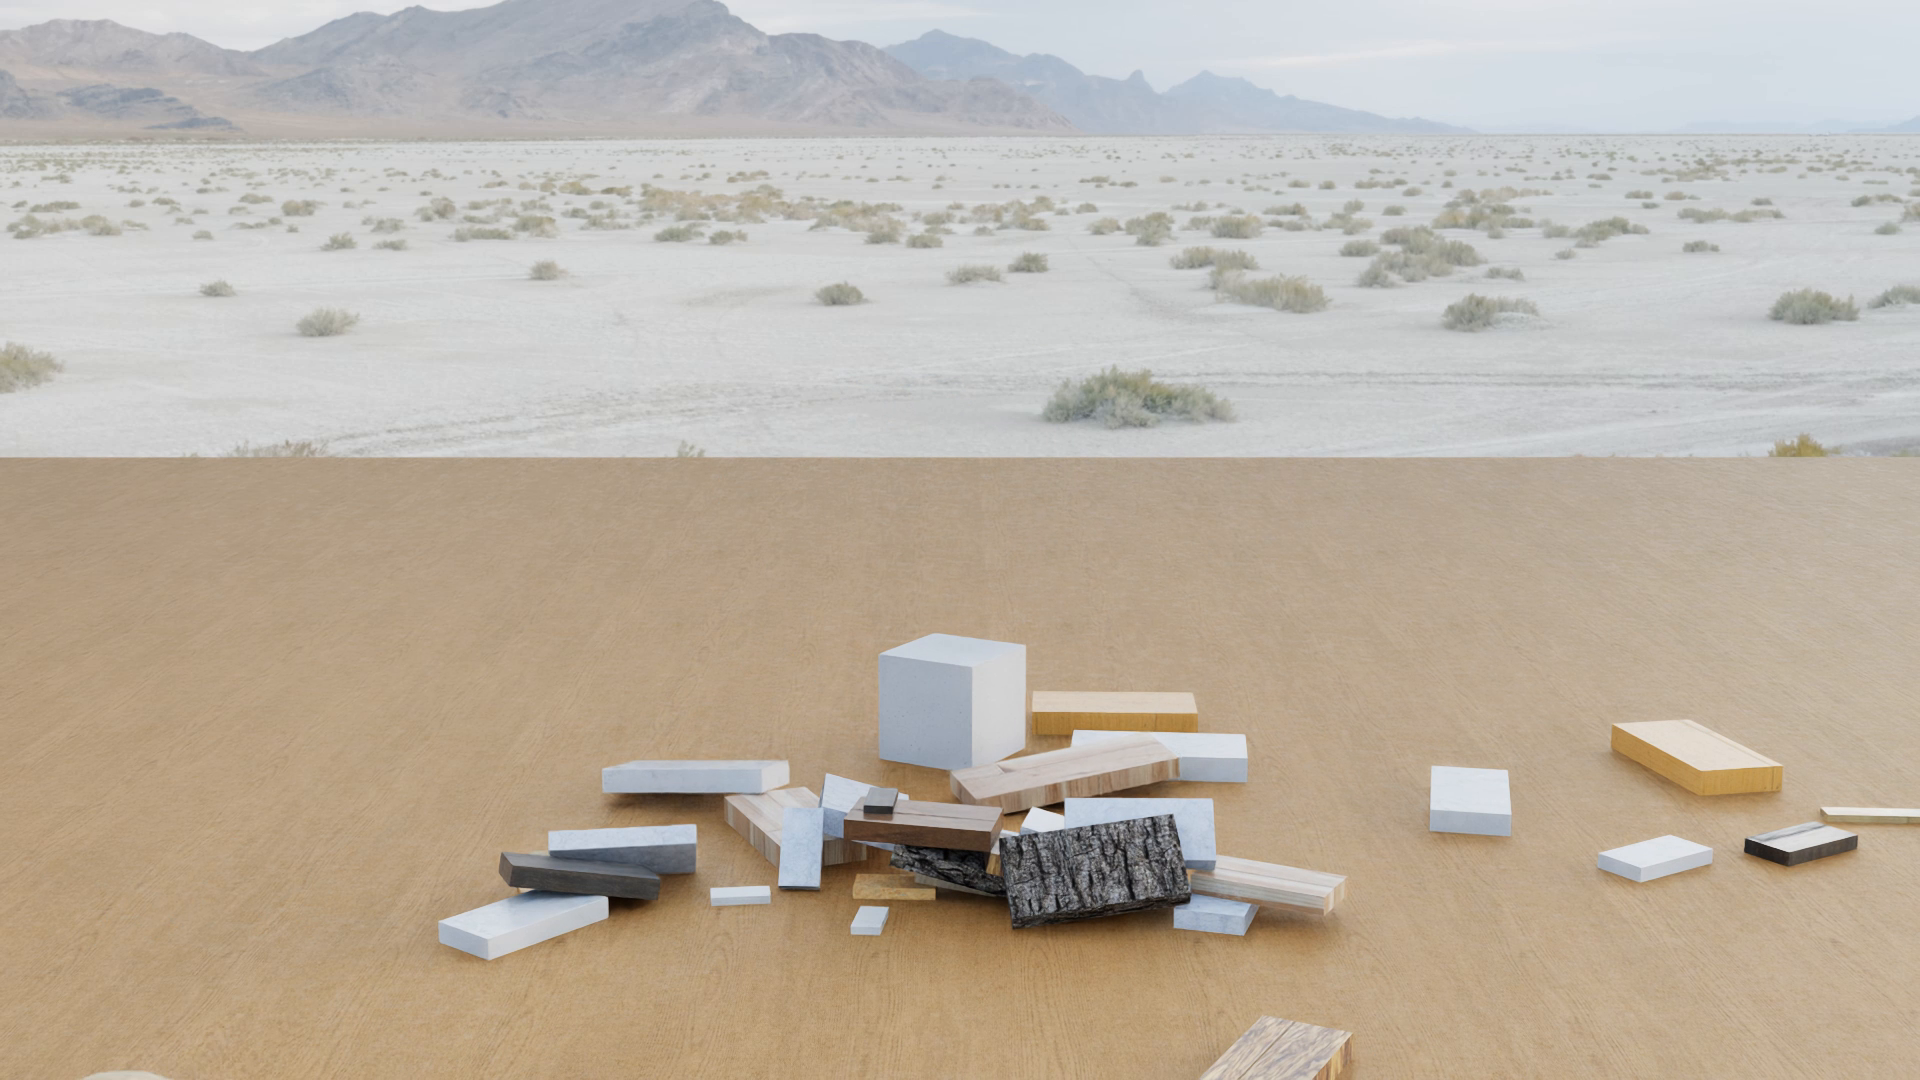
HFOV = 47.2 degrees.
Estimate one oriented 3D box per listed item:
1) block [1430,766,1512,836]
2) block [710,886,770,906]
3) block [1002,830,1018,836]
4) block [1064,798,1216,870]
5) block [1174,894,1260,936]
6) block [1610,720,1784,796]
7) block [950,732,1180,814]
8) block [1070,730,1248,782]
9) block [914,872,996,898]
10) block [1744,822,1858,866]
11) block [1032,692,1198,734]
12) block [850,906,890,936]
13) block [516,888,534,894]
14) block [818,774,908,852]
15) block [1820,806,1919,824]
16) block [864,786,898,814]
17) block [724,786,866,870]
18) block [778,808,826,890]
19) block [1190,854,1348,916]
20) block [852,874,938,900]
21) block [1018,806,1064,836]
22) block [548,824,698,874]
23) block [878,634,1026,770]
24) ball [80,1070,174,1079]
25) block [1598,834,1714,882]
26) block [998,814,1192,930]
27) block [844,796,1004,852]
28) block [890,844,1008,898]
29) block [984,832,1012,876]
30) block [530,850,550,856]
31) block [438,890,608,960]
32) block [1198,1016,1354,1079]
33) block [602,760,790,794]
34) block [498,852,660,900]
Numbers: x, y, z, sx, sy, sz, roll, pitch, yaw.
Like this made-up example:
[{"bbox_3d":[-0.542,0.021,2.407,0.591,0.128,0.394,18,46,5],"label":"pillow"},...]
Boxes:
[{"bbox_3d":[0.954,0.486,4.117,0.144,0.041,0.287,2,11,12],"label":"block"},{"bbox_3d":[-0.363,0.589,3.639,0.097,0.014,0.049,-1,11,-7],"label":"block"},{"bbox_3d":[0.063,0.531,3.873,0.047,0.013,0.094,8,13,37],"label":"block"},{"bbox_3d":[0.295,0.483,3.616,0.244,0.032,0.113,0,54,1],"label":"block"},{"bbox_3d":[0.430,0.587,3.597,0.113,0.032,0.227,3,11,17],"label":"block"},{"bbox_3d":[1.465,0.431,4.390,0.174,0.049,0.347,-2,11,-12],"label":"block"},{"bbox_3d":[0.200,0.446,4.186,0.412,0.041,0.144,-9,18,-18],"label":"block"},{"bbox_3d":[0.396,0.431,4.392,0.347,0.049,0.174,1,11,5],"label":"block"},{"bbox_3d":[-0.007,0.565,3.679,0.137,0.019,0.068,11,10,-3],"label":"block"},{"bbox_3d":[1.486,0.536,3.886,0.185,0.026,0.093,-6,12,-31],"label":"block"},{"bbox_3d":[0.329,0.371,4.713,0.347,0.049,0.174,0,11,2],"label":"block"},{"bbox_3d":[-0.144,0.610,3.525,0.047,0.013,0.094,1,11,7],"label":"block"},{"bbox_3d":[-0.686,0.582,3.672,0.099,0.014,0.050,-4,11,-20],"label":"block"},{"bbox_3d":[-0.171,0.484,3.909,0.158,0.045,0.316,15,3,-3],"label":"block"},{"bbox_3d":[1.721,0.510,4.066,0.242,0.013,0.047,1,11,4],"label":"block"},{"bbox_3d":[-0.133,0.439,3.703,0.049,0.014,0.097,2,12,4],"label":"block"},{"bbox_3d":[-0.299,0.516,3.946,0.158,0.045,0.316,-5,11,-23],"label":"block"},{"bbox_3d":[-0.267,0.520,3.710,0.068,0.137,0.019,1,-25,4],"label":"block"},{"bbox_3d":[0.501,0.560,3.569,0.227,0.032,0.113,6,12,28],"label":"block"},{"bbox_3d":[-0.107,0.579,3.673,0.137,0.019,0.068,1,11,3],"label":"block"},{"bbox_3d":[0.233,0.518,3.689,0.262,0.037,0.131,16,10,8],"label":"block"},{"bbox_3d":[-0.568,0.527,3.711,0.243,0.034,0.121,-2,-32,-9],"label":"block"},{"bbox_3d":[-0.015,0.329,4.478,0.218,0.218,0.218,6,12,30],"label":"block"},{"bbox_3d":[-0.921,0.703,2.403,0.241,0.241,0.241,0,11,0],"label":"ball"},{"bbox_3d":[1.204,0.551,3.808,0.185,0.026,0.093,-7,12,-32],"label":"block"},{"bbox_3d":[0.215,0.532,3.536,0.287,0.041,0.144,-8,54,-3],"label":"block"},{"bbox_3d":[-0.060,0.473,3.666,0.247,0.035,0.123,3,12,10],"label":"block"},{"bbox_3d":[0.013,0.541,3.664,0.247,0.035,0.123,15,10,3],"label":"block"},{"bbox_3d":[0.165,0.545,3.655,0.247,0.035,0.123,14,10,-4],"label":"block"},{"bbox_3d":[-0.687,0.549,3.773,0.099,0.014,0.050,-1,-31,-5],"label":"block"},{"bbox_3d":[-0.693,0.604,3.500,0.122,0.034,0.243,9,14,39],"label":"block"},{"bbox_3d":[0.419,0.708,2.930,0.131,0.037,0.262,6,12,28],"label":"block"},{"bbox_3d":[-0.500,0.449,4.173,0.316,0.045,0.158,-2,0,14],"label":"block"},{"bbox_3d":[-0.625,0.551,3.608,0.243,0.034,0.122,9,0,-20],"label":"block"}]
